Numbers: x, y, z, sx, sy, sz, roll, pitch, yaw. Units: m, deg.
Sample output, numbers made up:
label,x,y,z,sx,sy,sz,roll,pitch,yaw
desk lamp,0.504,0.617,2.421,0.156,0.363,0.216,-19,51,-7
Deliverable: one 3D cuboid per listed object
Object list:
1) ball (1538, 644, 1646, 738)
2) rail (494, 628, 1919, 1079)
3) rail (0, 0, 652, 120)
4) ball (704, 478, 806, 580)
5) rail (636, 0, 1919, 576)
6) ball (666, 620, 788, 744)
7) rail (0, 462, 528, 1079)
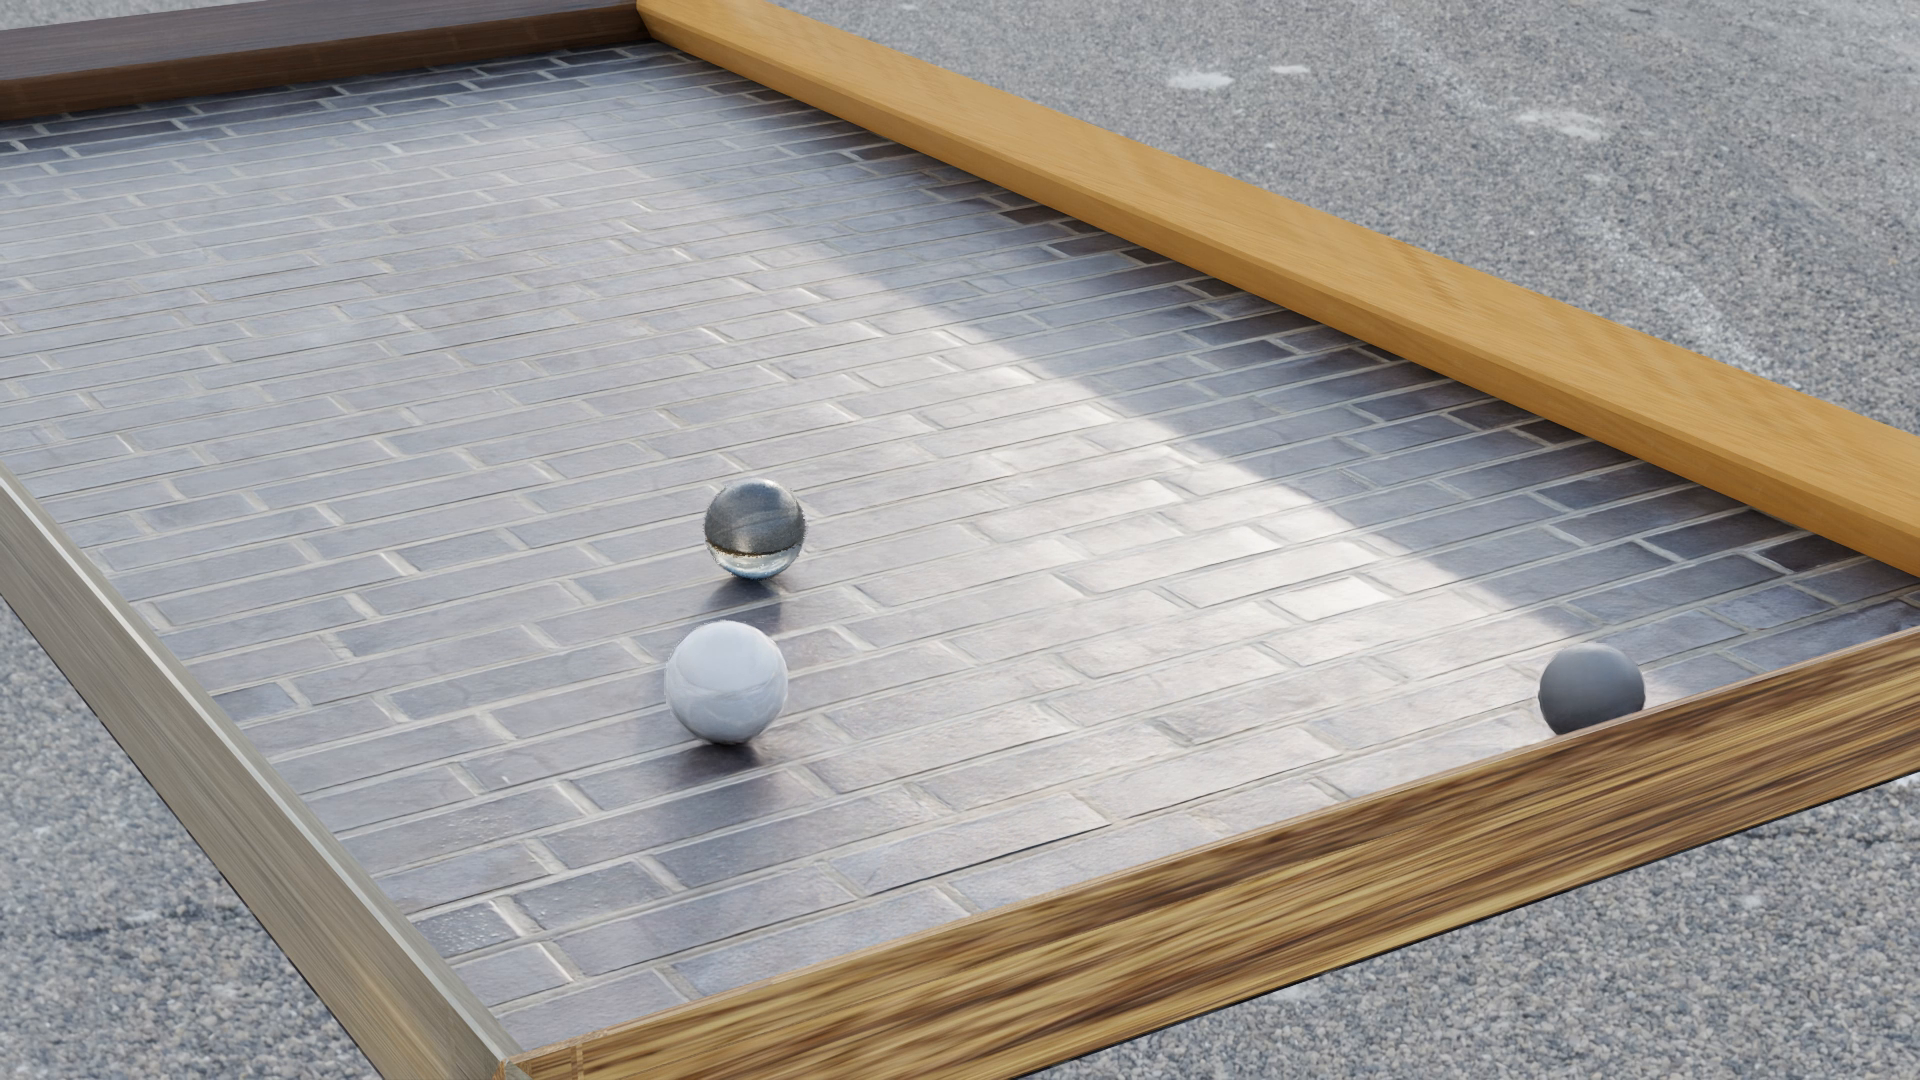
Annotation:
label,x,y,z,sx,sy,sz,roll,pitch,yaw
ball,0.455,0.112,2.119,0.075,0.075,0.075,0,22,0
rail,0.329,0.182,1.892,1.356,0.115,0.045,-13,26,-29
rail,-1.012,-0.644,3.911,1.356,0.115,0.045,-13,26,-29
ball,-0.167,-0.009,2.405,0.083,0.083,0.083,0,22,0
rail,0.216,-0.361,3.219,0.045,0.115,2.608,-13,26,-29
ball,-0.168,0.103,2.123,0.089,0.089,0.089,0,22,0
rail,-0.899,-0.101,2.585,0.045,0.115,2.608,-13,26,-29
